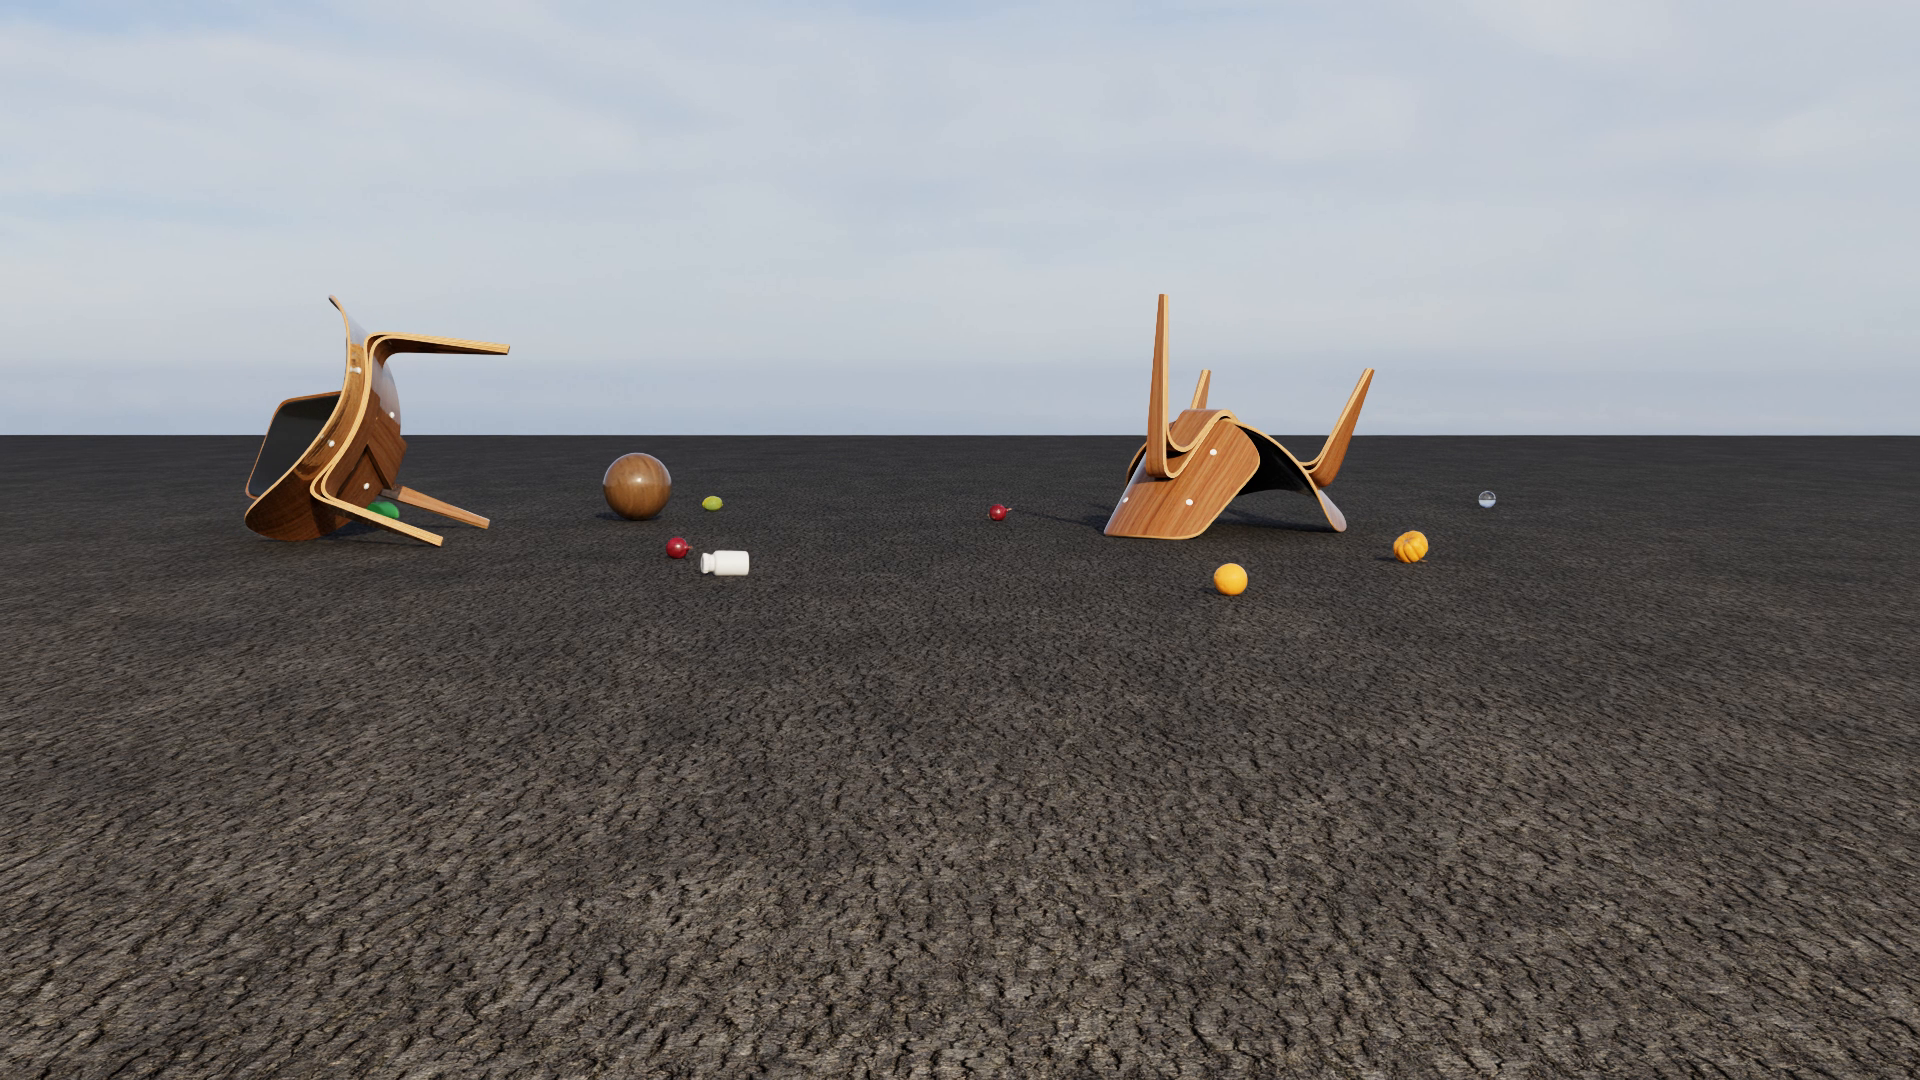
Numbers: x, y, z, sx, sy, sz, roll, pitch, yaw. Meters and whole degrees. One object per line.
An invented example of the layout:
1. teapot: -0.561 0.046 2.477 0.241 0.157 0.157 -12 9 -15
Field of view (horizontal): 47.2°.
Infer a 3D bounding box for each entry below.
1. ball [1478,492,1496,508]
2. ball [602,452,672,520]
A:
1. ball: 1.990 -0.152 8.299 0.064 0.064 0.064 0 4 0
2. ball: -1.099 -0.181 7.491 0.232 0.232 0.232 0 4 0
